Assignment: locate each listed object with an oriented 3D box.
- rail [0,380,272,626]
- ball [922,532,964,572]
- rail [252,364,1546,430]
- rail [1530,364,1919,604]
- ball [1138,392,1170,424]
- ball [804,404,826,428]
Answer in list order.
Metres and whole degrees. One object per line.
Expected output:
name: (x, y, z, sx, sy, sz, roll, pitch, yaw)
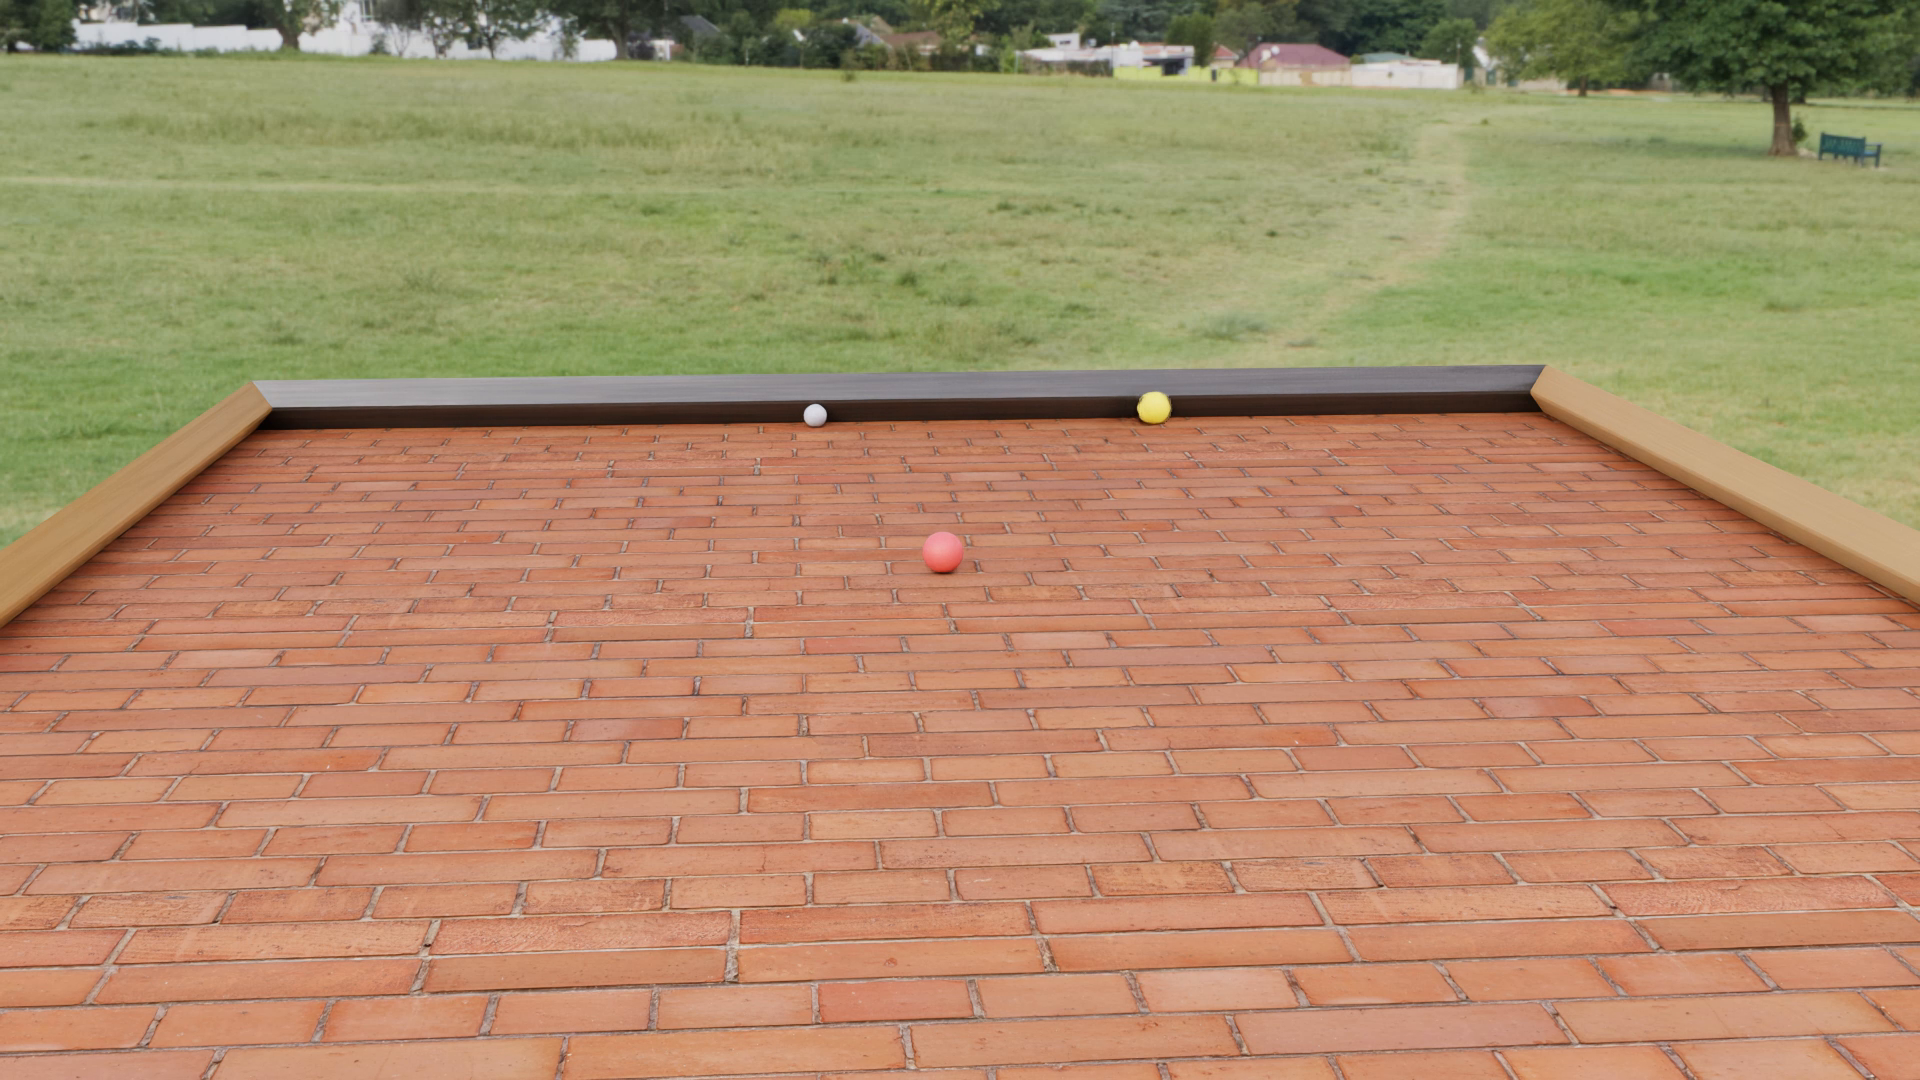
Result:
rail: (-1.111, 0.256, 1.928, 0.045, 0.092, 4.422, -1, 13, -4)
ball: (-0.023, 0.017, 3.021, 0.057, 0.057, 0.057, 0, 13, 0)
rail: (-0.086, -0.267, 4.143, 2.453, 0.092, 0.045, -1, 13, -4)
rail: (1.287, 0.212, 2.114, 0.045, 0.092, 4.422, -1, 13, -4)
ball: (0.364, -0.248, 4.132, 0.062, 0.062, 0.062, 0, 13, 0)
ball: (-0.270, -0.232, 4.104, 0.044, 0.044, 0.044, 0, 13, 0)
